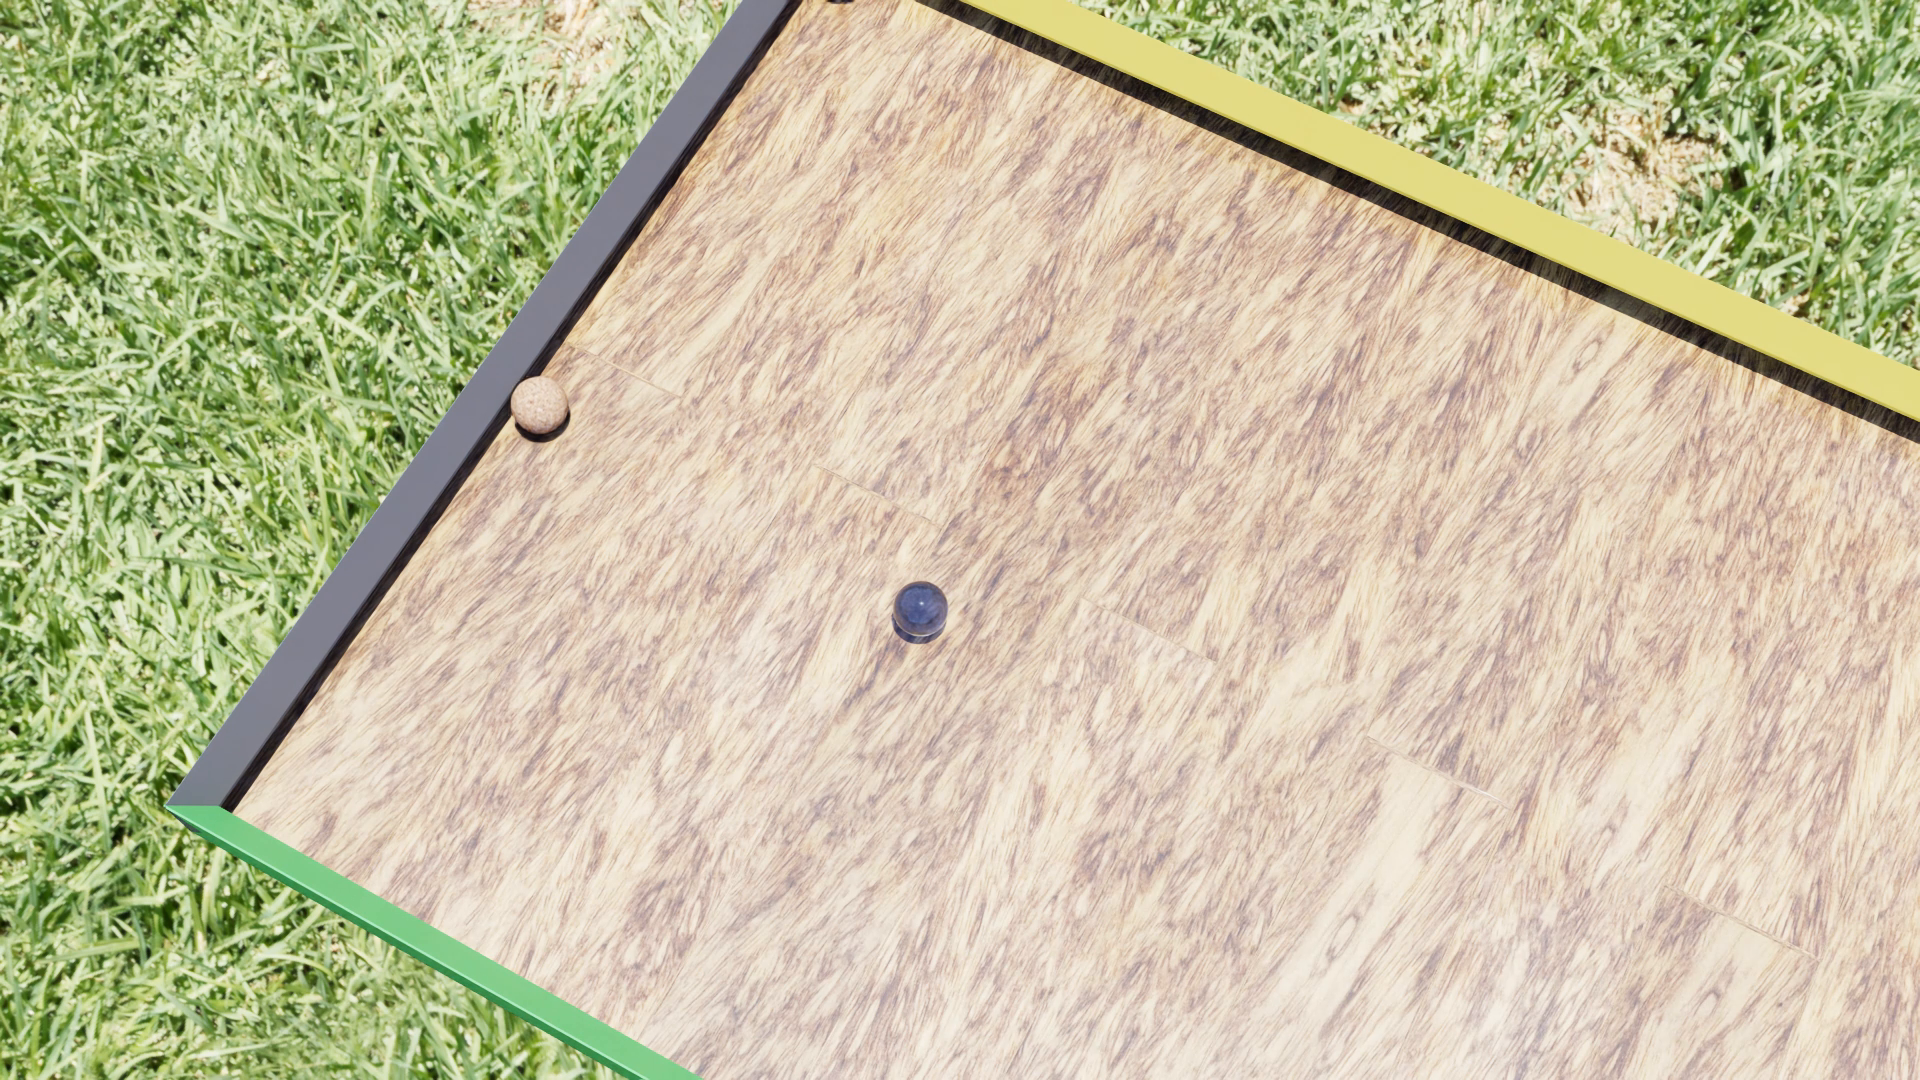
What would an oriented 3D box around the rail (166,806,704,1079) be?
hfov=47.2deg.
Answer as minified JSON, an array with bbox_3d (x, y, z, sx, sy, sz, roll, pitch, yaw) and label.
[{"bbox_3d":[0.266,1.113,3.015,3.276,0.123,0.045,26,68,11],"label":"rail"}]

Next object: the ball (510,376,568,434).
[{"bbox_3d":[-0.694,-0.223,3.633,0.094,0.094,0.094,0,66,0],"label":"ball"}]

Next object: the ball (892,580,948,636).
[{"bbox_3d":[-0.062,0.109,3.486,0.089,0.089,0.089,0,66,0],"label":"ball"}]

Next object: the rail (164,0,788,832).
[{"bbox_3d":[-0.699,-0.352,3.674,0.045,0.123,1.954,26,68,11],"label":"rail"}]

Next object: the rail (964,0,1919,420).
[{"bbox_3d":[1.174,-0.416,3.703,3.276,0.123,0.045,26,68,11],"label":"rail"}]
